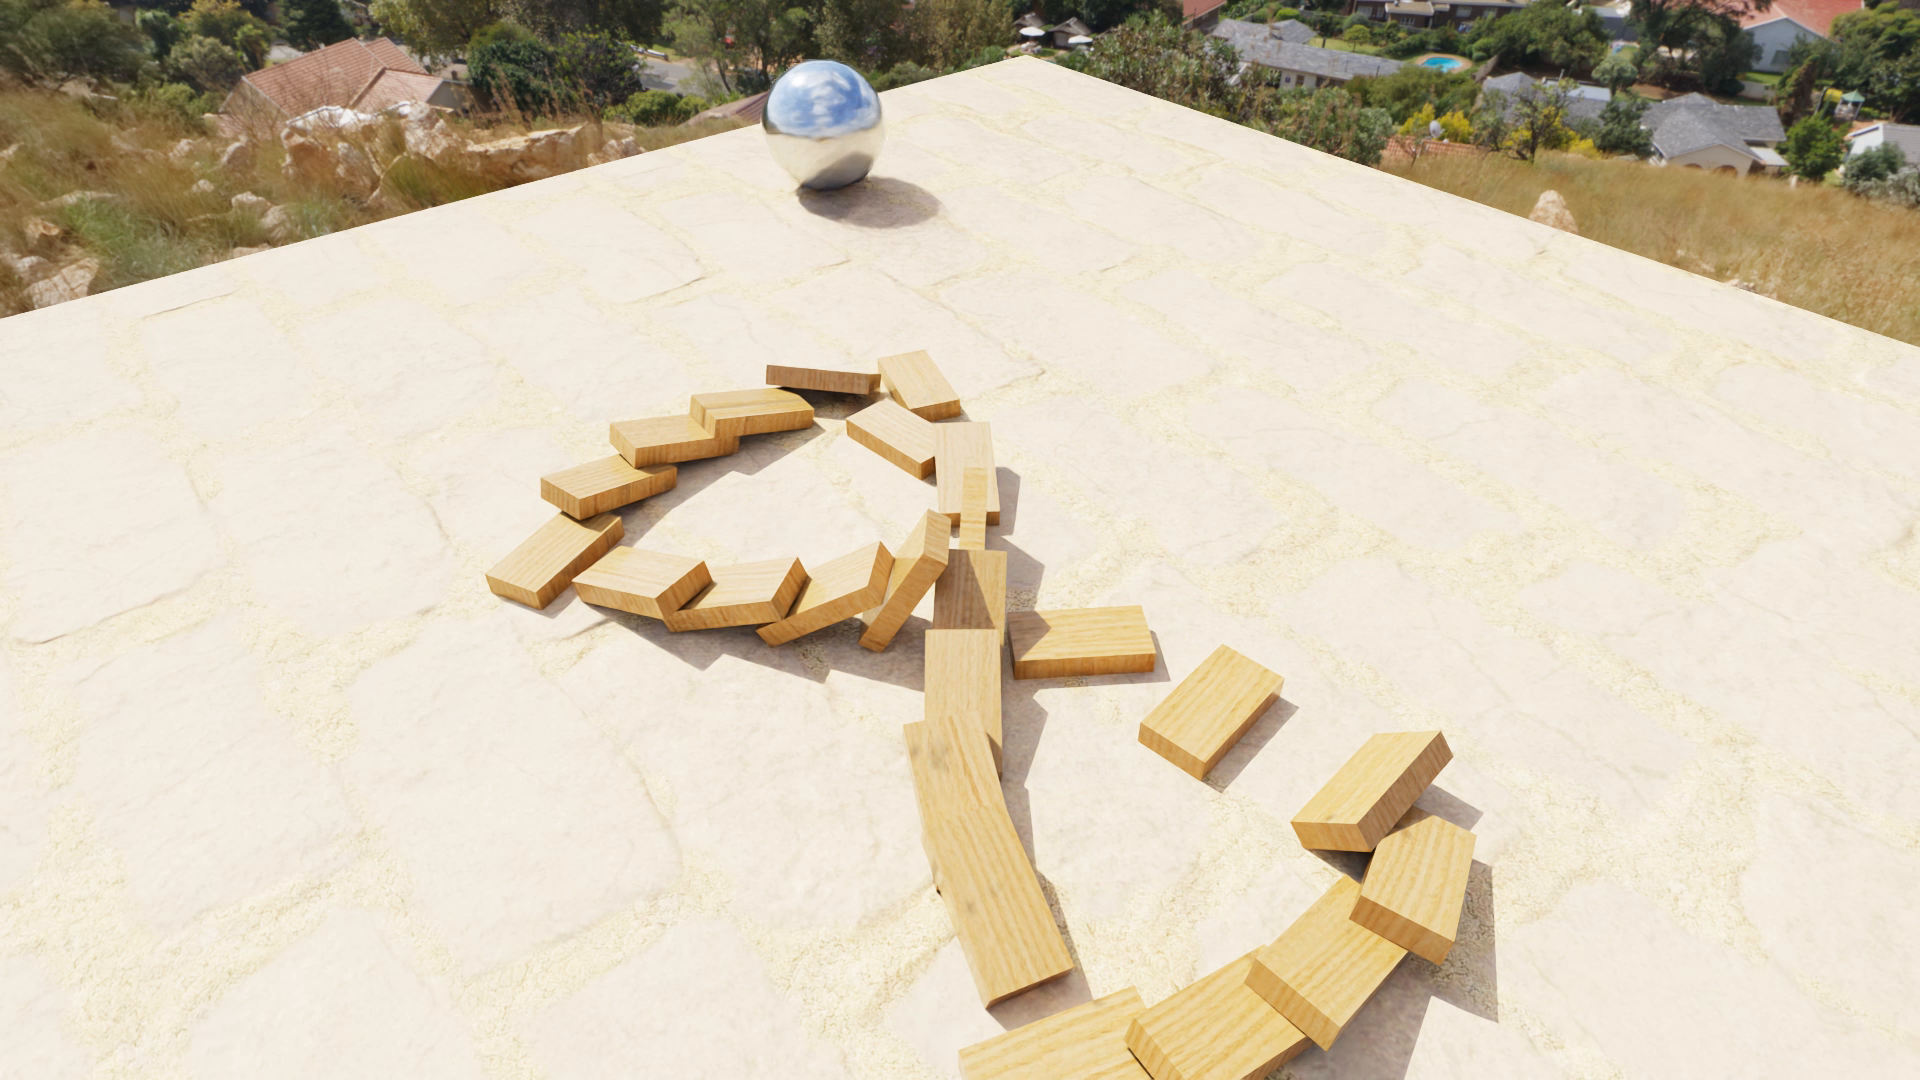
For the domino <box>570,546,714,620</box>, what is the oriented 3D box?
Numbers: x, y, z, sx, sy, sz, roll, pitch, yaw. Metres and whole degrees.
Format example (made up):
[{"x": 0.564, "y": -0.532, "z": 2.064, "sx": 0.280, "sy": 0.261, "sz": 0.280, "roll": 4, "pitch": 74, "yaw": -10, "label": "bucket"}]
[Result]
[{"x": -0.120, "y": 0.015, "z": 0.413, "sx": 0.050, "sy": 0.009, "sz": 0.025, "roll": 7, "pitch": 37, "yaw": 36, "label": "domino"}]

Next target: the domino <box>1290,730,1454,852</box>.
[{"x": 0.127, "y": 0.077, "z": 0.339, "sx": 0.050, "sy": 0.009, "sz": 0.025, "roll": -32, "pitch": 6, "yaw": -33, "label": "domino"}]

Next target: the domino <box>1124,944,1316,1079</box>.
[{"x": 0.069, "y": 0.125, "z": 0.281, "sx": 0.050, "sy": 0.010, "sz": 0.025, "roll": -11, "pitch": 38, "yaw": -35, "label": "domino"}]

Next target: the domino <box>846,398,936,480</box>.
[{"x": -0.026, "y": -0.046, "z": 0.500, "sx": 0.025, "sy": 0.010, "sz": 0.050, "roll": -32, "pitch": 49, "yaw": -33, "label": "domino"}]

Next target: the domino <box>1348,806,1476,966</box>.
[{"x": 0.131, "y": 0.096, "z": 0.316, "sx": 0.025, "sy": 0.010, "sz": 0.050, "roll": 24, "pitch": 31, "yaw": 21, "label": "domino"}]

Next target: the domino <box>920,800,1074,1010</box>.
[{"x": 0.010, "y": 0.101, "z": 0.309, "sx": 0.025, "sy": 0.010, "sz": 0.050, "roll": -15, "pitch": 58, "yaw": -17, "label": "domino"}]

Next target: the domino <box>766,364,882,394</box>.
[{"x": -0.065, "y": -0.077, "z": 0.529, "sx": 0.050, "sy": 0.010, "sz": 0.025, "roll": 6, "pitch": 10, "yaw": 8, "label": "domino"}]

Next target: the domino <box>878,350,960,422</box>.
[{"x": -0.021, "y": -0.075, "z": 0.534, "sx": 0.025, "sy": 0.010, "sz": 0.050, "roll": -14, "pitch": 41, "yaw": -16, "label": "domino"}]

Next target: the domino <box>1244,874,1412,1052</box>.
[{"x": 0.102, "y": 0.112, "z": 0.296, "sx": 0.050, "sy": 0.009, "sz": 0.025, "roll": -18, "pitch": 42, "yaw": -43, "label": "domino"}]

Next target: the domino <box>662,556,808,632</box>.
[{"x": -0.084, "y": 0.020, "z": 0.405, "sx": 0.050, "sy": 0.009, "sz": 0.025, "roll": -7, "pitch": 35, "yaw": 25, "label": "domino"}]

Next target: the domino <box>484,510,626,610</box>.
[{"x": -0.160, "y": 0.006, "z": 0.437, "sx": 0.025, "sy": 0.010, "sz": 0.050, "roll": 16, "pitch": 42, "yaw": 19, "label": "domino"}]

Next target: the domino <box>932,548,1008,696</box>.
[{"x": 0.003, "y": 0.029, "z": 0.388, "sx": 0.025, "sy": 0.009, "sz": 0.050, "roll": 3, "pitch": 71, "yaw": 1, "label": "domino"}]

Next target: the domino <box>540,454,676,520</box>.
[{"x": -0.147, "y": -0.024, "z": 0.464, "sx": 0.025, "sy": 0.010, "sz": 0.050, "roll": 25, "pitch": 31, "yaw": 27, "label": "domino"}]

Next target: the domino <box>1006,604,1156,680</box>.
[{"x": 0.043, "y": 0.037, "z": 0.398, "sx": 0.050, "sy": 0.010, "sz": 0.025, "roll": -3, "pitch": 39, "yaw": -4, "label": "domino"}]

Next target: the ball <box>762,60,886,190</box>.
[{"x": -0.088, "y": -0.270, "z": 0.717, "sx": 0.080, "sy": 0.080, "sz": 0.080, "roll": 0, "pitch": 39, "yaw": 0, "label": "ball"}]

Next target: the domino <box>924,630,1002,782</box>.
[{"x": 0.001, "y": 0.054, "z": 0.364, "sx": 0.025, "sy": 0.010, "sz": 0.050, "roll": 0, "pitch": 59, "yaw": 0, "label": "domino"}]

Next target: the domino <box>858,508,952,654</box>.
[{"x": -0.020, "y": 0.015, "z": 0.395, "sx": 0.010, "sy": 0.050, "sz": 0.025, "roll": 25, "pitch": 36, "yaw": -16, "label": "domino"}]

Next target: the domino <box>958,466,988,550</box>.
[{"x": 0.005, "y": -0.001, "z": 0.426, "sx": 0.009, "sy": 0.025, "sz": 0.050, "roll": 3, "pitch": 50, "yaw": 1, "label": "domino"}]

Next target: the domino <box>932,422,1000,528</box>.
[{"x": 0.002, "y": -0.028, "z": 0.469, "sx": 0.025, "sy": 0.010, "sz": 0.050, "roll": -3, "pitch": 53, "yaw": -3, "label": "domino"}]

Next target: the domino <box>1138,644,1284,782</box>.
[{"x": 0.086, "y": 0.057, "z": 0.373, "sx": 0.025, "sy": 0.010, "sz": 0.050, "roll": 30, "pitch": 48, "yaw": 32, "label": "domino"}]

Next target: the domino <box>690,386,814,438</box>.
[{"x": -0.095, "y": -0.059, "z": 0.506, "sx": 0.050, "sy": 0.010, "sz": 0.025, "roll": -11, "pitch": 38, "yaw": -37, "label": "domino"}]

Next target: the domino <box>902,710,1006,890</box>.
[{"x": 0.000, "y": 0.079, "z": 0.336, "sx": 0.025, "sy": 0.010, "sz": 0.050, "roll": -9, "pitch": 57, "yaw": -11, "label": "domino"}]

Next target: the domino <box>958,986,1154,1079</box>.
[{"x": 0.027, "y": 0.135, "z": 0.279, "sx": 0.050, "sy": 0.010, "sz": 0.025, "roll": -13, "pitch": 41, "yaw": -16, "label": "domino"}]

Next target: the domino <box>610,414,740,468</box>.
[{"x": -0.126, "y": -0.045, "z": 0.488, "sx": 0.050, "sy": 0.010, "sz": 0.025, "roll": -13, "pitch": 39, "yaw": -40, "label": "domino"}]

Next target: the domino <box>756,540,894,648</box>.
[{"x": -0.049, "y": 0.020, "z": 0.400, "sx": 0.050, "sy": 0.009, "sz": 0.025, "roll": -22, "pitch": 33, "yaw": 24, "label": "domino"}]
